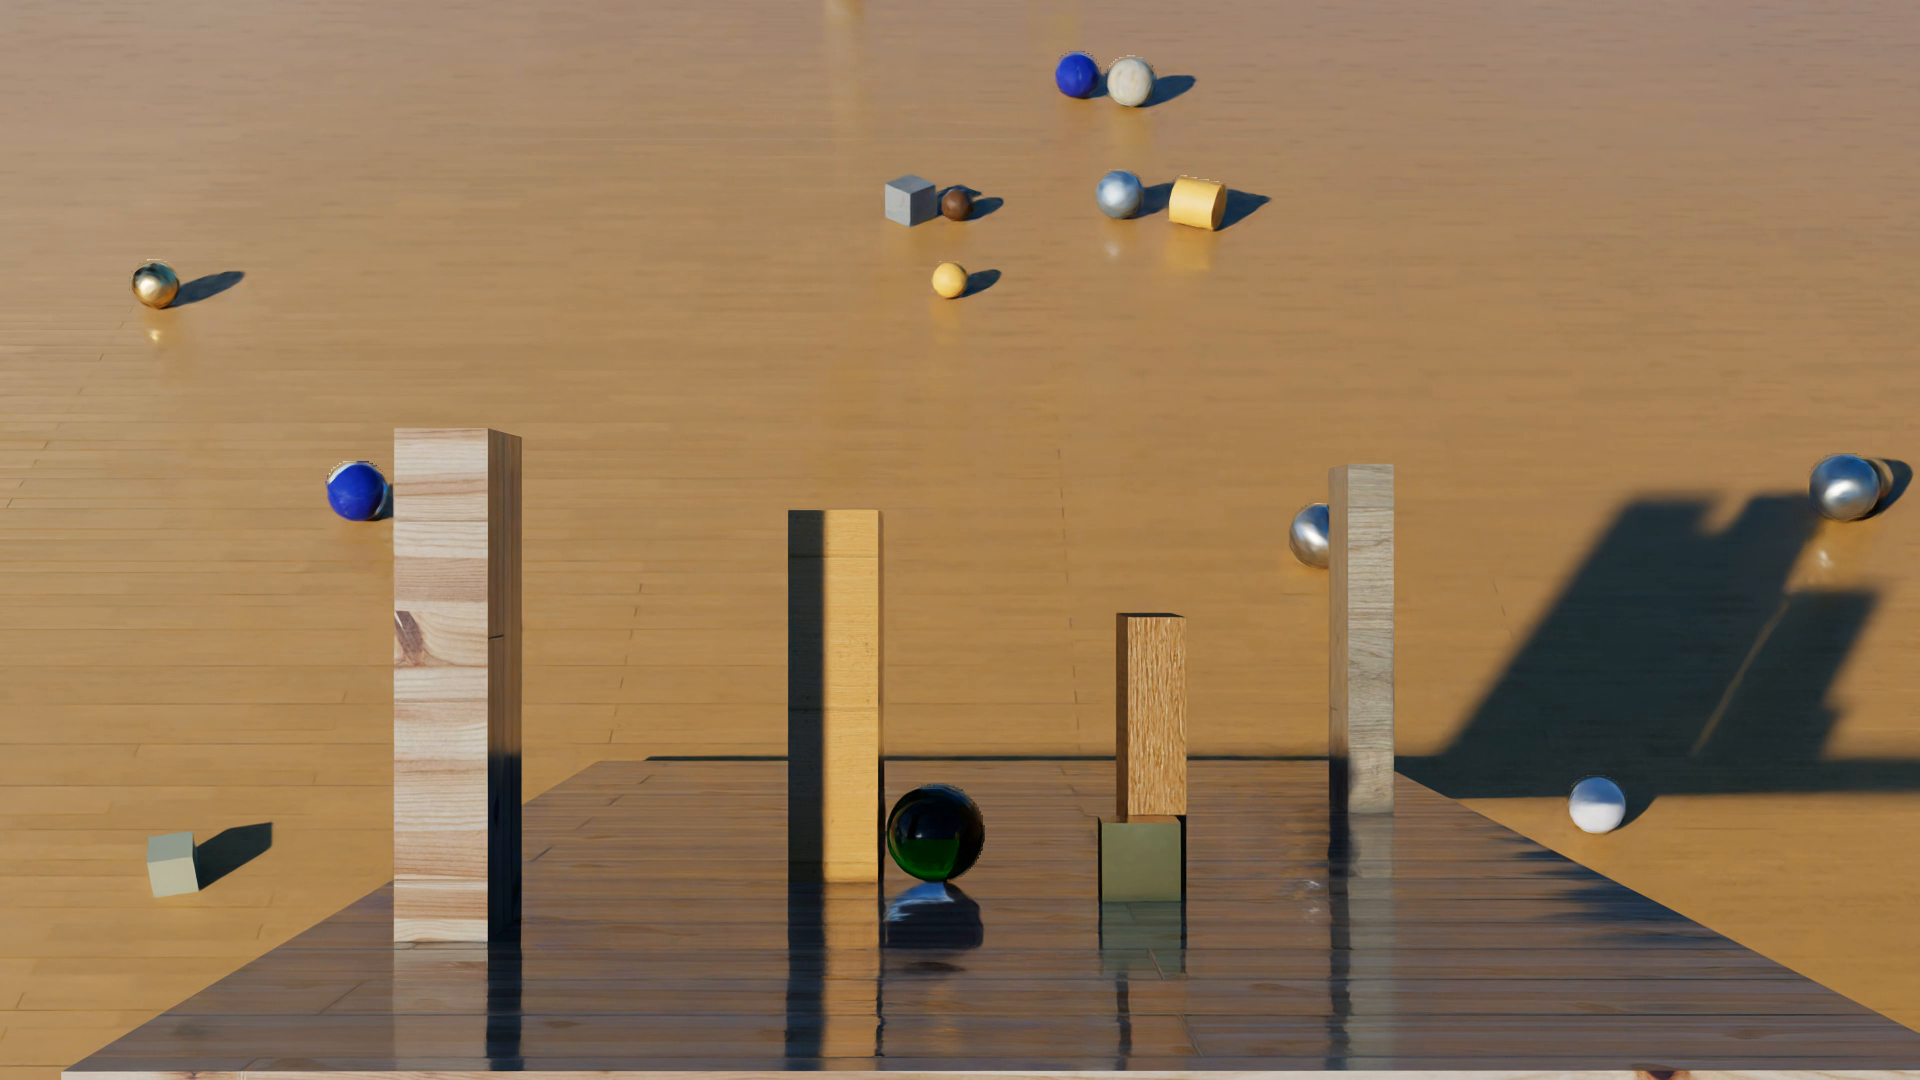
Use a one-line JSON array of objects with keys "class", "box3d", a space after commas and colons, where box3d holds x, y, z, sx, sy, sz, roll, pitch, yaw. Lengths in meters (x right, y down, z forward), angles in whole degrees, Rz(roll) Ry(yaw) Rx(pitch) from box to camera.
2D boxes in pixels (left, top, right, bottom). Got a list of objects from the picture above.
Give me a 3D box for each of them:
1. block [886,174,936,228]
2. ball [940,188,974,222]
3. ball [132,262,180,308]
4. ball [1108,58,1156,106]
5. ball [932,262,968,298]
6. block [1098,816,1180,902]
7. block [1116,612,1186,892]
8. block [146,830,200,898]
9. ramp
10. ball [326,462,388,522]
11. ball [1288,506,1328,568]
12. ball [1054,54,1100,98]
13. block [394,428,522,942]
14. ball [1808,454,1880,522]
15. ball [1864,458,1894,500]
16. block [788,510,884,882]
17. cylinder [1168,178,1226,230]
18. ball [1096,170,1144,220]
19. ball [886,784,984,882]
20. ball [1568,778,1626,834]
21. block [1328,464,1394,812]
[{"class": "block", "box3d": [-0.187, -1.289, 9.834, 0.137, 0.137, 0.137, -26, 40, -37]}, {"class": "ball", "box3d": [-0.011, -1.271, 9.817, 0.123, 0.123, 0.123, 0, 31, 0]}, {"class": "ball", "box3d": [-2.844, -0.903, 9.160, 0.164, 0.164, 0.164, 0, 31, 0]}, {"class": "ball", "box3d": [0.716, -1.911, 10.817, 0.201, 0.201, 0.201, 0, 31, 0]}, {"class": "ball", "box3d": [-0.036, -0.927, 9.236, 0.127, 0.127, 0.127, 0, 31, 0]}, {"class": "block", "box3d": [0.279, 0.496, 4.038, 0.121, 0.121, 0.121, 0, -1, 0]}, {"class": "block", "box3d": [0.312, 0.340, 4.253, 0.092, 0.434, 0.306, 0, 0, 0]}, {"class": "block", "box3d": [-1.933, 0.796, 6.361, 0.107, 0.107, 0.107, -7, 31, -12]}, {"class": "ramp", "box3d": [0.069, 0.610, 4.679, 2.000, 0.100, 4.000, 0, 0, 0]}, {"class": "ball", "box3d": [-1.832, -0.146, 7.871, 0.181, 0.181, 0.181, 0, 31, 0]}, {"class": "ball", "box3d": [1.063, -0.009, 7.636, 0.187, 0.187, 0.187, 0, 31, 0]}, {"class": "ball", "box3d": [0.493, -1.954, 10.903, 0.187, 0.187, 0.187, 0, 31, 0]}, {"class": "block", "box3d": [-0.717, 0.201, 3.713, 0.129, 0.709, 0.279, 0, 0, 0]}, {"class": "ball", "box3d": [2.686, -0.157, 7.867, 0.206, 0.206, 0.206, 0, 31, 0]}, {"class": "ball", "box3d": [2.812, -0.187, 7.985, 0.134, 0.134, 0.134, 0, 31, 0]}, {"class": "block", "box3d": [-0.207, 0.255, 4.395, 0.146, 0.606, 0.363, 0, 0, 0]}, {"class": "cylinder", "box3d": [0.897, -1.267, 9.759, 0.171, 0.171, 0.171, 14, 33, 21]}, {"class": "ball", "box3d": [0.606, -1.309, 9.825, 0.182, 0.182, 0.182, 0, 31, 0]}, {"class": "ball", "box3d": [-0.041, 0.478, 4.224, 0.158, 0.158, 0.158, 0, 31, 0]}, {"class": "ball", "box3d": [1.609, 0.670, 6.538, 0.143, 0.143, 0.143, 0, 31, 0]}, {"class": "block", "box3d": [0.847, 0.204, 5.473, 0.094, 0.719, 0.275, 0, 0, 0]}]
